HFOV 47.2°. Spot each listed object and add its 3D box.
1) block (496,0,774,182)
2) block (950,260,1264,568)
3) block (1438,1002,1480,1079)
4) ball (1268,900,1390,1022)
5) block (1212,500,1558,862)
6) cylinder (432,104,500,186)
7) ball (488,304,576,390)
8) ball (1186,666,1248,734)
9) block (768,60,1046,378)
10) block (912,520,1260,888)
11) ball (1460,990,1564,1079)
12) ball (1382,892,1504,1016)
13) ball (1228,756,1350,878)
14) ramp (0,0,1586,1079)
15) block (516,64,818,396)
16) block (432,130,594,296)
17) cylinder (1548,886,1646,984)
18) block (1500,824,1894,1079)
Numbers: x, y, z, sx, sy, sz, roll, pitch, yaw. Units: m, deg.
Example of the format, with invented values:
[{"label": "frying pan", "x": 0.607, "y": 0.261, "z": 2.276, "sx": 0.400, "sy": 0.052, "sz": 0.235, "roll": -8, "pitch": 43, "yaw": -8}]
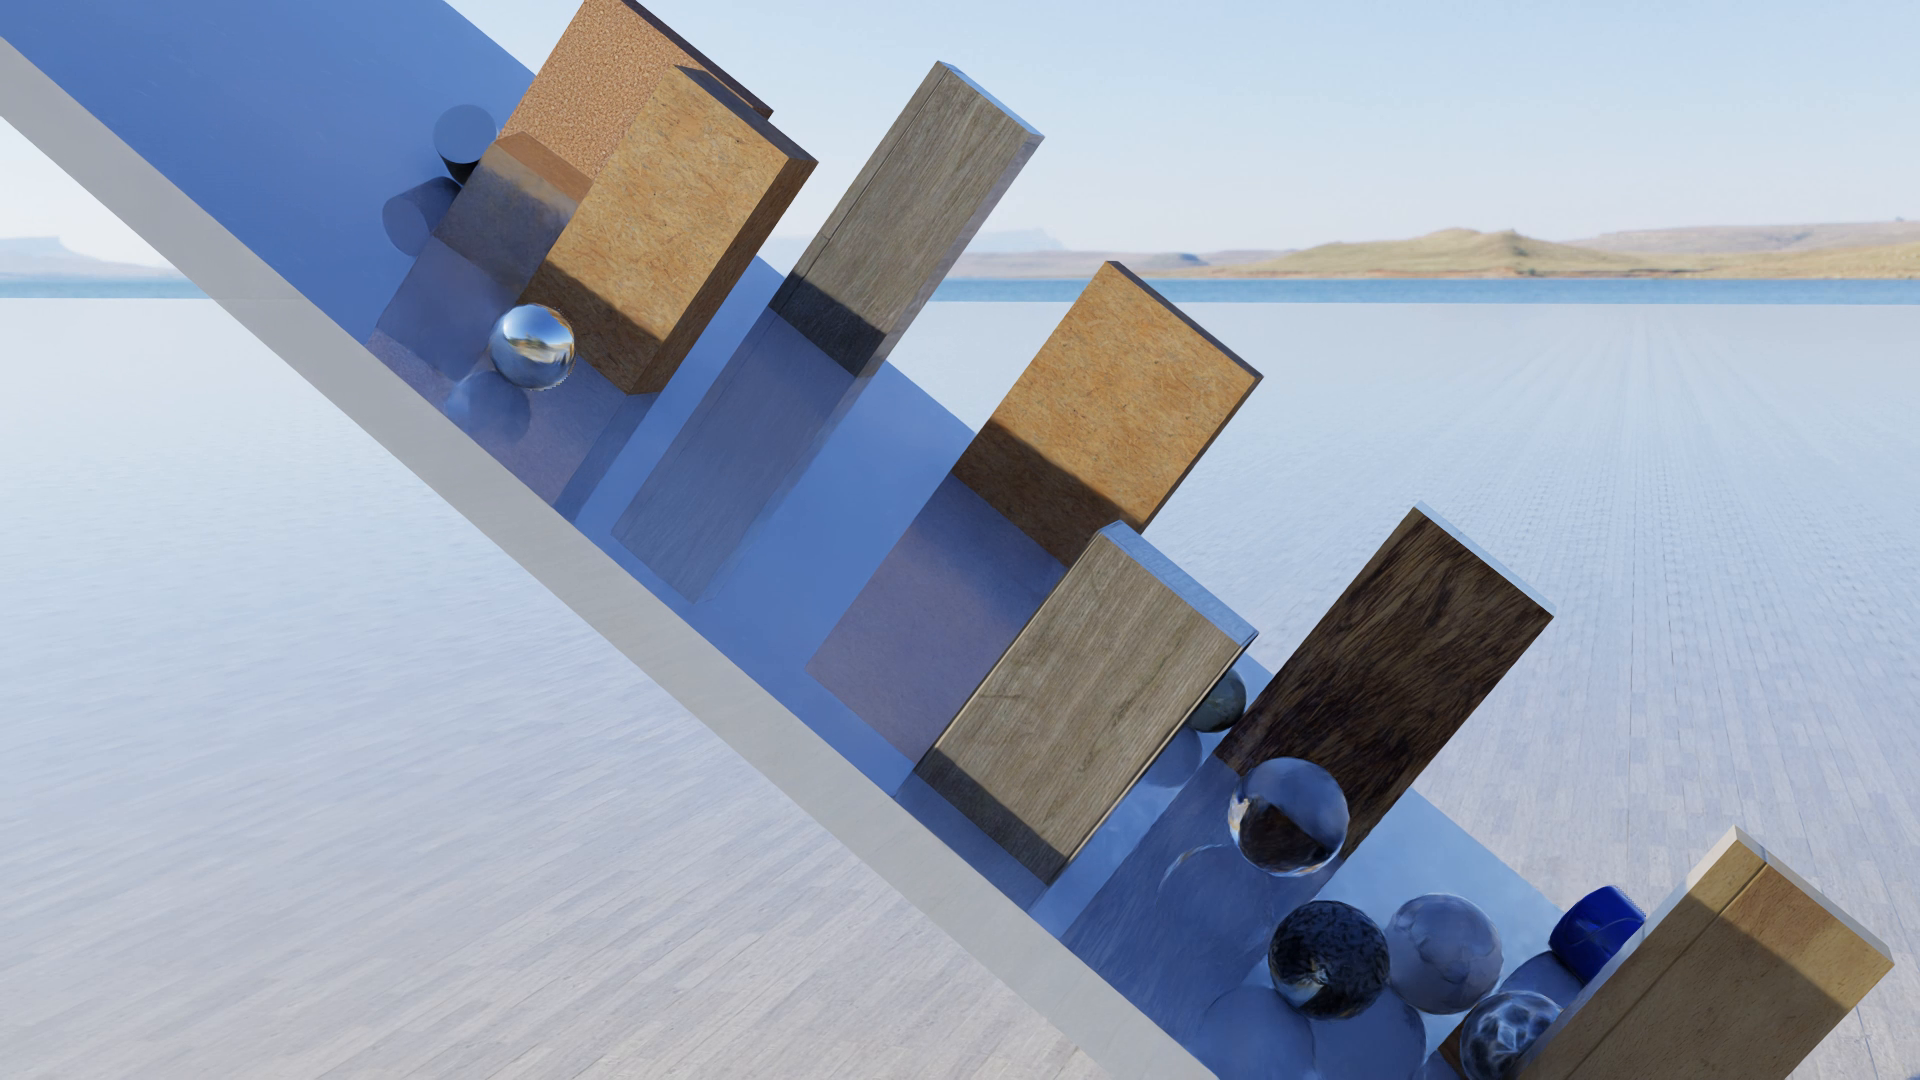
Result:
[{"label": "block", "x": -0.634, "y": -0.704, "z": 4.028, "sx": 0.377, "sy": 0.483, "sz": 0.100, "roll": 40, "pitch": 16, "yaw": 9}, {"label": "block", "x": 0.303, "y": -0.241, "z": 4.582, "sx": 0.391, "sy": 0.553, "sz": 0.111, "roll": 40, "pitch": 16, "yaw": 9}, {"label": "block", "x": 0.867, "y": 0.831, "z": 3.562, "sx": 0.107, "sy": 0.107, "sz": 0.107, "roll": 22, "pitch": 21, "yaw": -44}, {"label": "ball", "x": 0.557, "y": 0.635, "z": 3.322, "sx": 0.181, "sy": 0.181, "sz": 0.181, "roll": 0, "pitch": 7, "yaw": 0}, {"label": "block", "x": 0.788, "y": 0.262, "z": 4.100, "sx": 0.317, "sy": 0.601, "sz": 0.124, "roll": 40, "pitch": 16, "yaw": 9}, {"label": "cylinder", "x": -0.914, "y": -0.736, "z": 4.117, "sx": 0.118, "sy": 0.118, "sz": 0.118, "roll": 0, "pitch": -14, "yaw": 0}, {"label": "ball", "x": -0.672, "y": -0.305, "z": 3.458, "sx": 0.135, "sy": 0.135, "sz": 0.135, "roll": 0, "pitch": 7, "yaw": 0}, {"label": "ball", "x": 0.475, "y": 0.297, "z": 4.181, "sx": 0.142, "sy": 0.142, "sz": 0.142, "roll": 0, "pitch": 7, "yaw": 0}, {"label": "block", "x": -0.120, "y": -0.691, "z": 4.780, "sx": 0.259, "sy": 0.650, "sz": 0.119, "roll": 40, "pitch": 16, "yaw": 9}, {"label": "block", "x": 0.180, "y": 0.233, "z": 3.164, "sx": 0.259, "sy": 0.451, "sz": 0.141, "roll": 40, "pitch": 16, "yaw": 9}, {"label": "ball", "x": 0.863, "y": 0.786, "z": 3.388, "sx": 0.183, "sy": 0.183, "sz": 0.183, "roll": 0, "pitch": 7, "yaw": 0}, {"label": "ball", "x": 0.800, "y": 0.688, "z": 3.655, "sx": 0.201, "sy": 0.201, "sz": 0.201, "roll": 0, "pitch": 7, "yaw": 0}, {"label": "ball", "x": 0.560, "y": 0.472, "z": 3.748, "sx": 0.205, "sy": 0.205, "sz": 0.205, "roll": 0, "pitch": 7, "yaw": 0}, {"label": "ramp", "x": -0.046, "y": 0.104, "z": 4.061, "sx": 4.000, "sy": 0.100, "sz": 2.000, "roll": 40, "pitch": 16, "yaw": 9}, {"label": "block", "x": -0.504, "y": -0.529, "z": 3.781, "sx": 0.261, "sy": 0.498, "sz": 0.141, "roll": 40, "pitch": 16, "yaw": 9}, {"label": "block", "x": -0.771, "y": -0.576, "z": 3.899, "sx": 0.199, "sy": 0.199, "sz": 0.199, "roll": 35, "pitch": 16, "yaw": -5}, {"label": "cylinder", "x": 1.310, "y": 0.821, "z": 4.402, "sx": 0.180, "sy": 0.180, "sz": 0.180, "roll": -5, "pitch": 40, "yaw": -38}, {"label": "block", "x": 1.017, "y": 0.739, "z": 3.178, "sx": 0.266, "sy": 0.631, "sz": 0.089, "roll": 40, "pitch": 16, "yaw": 9}]
